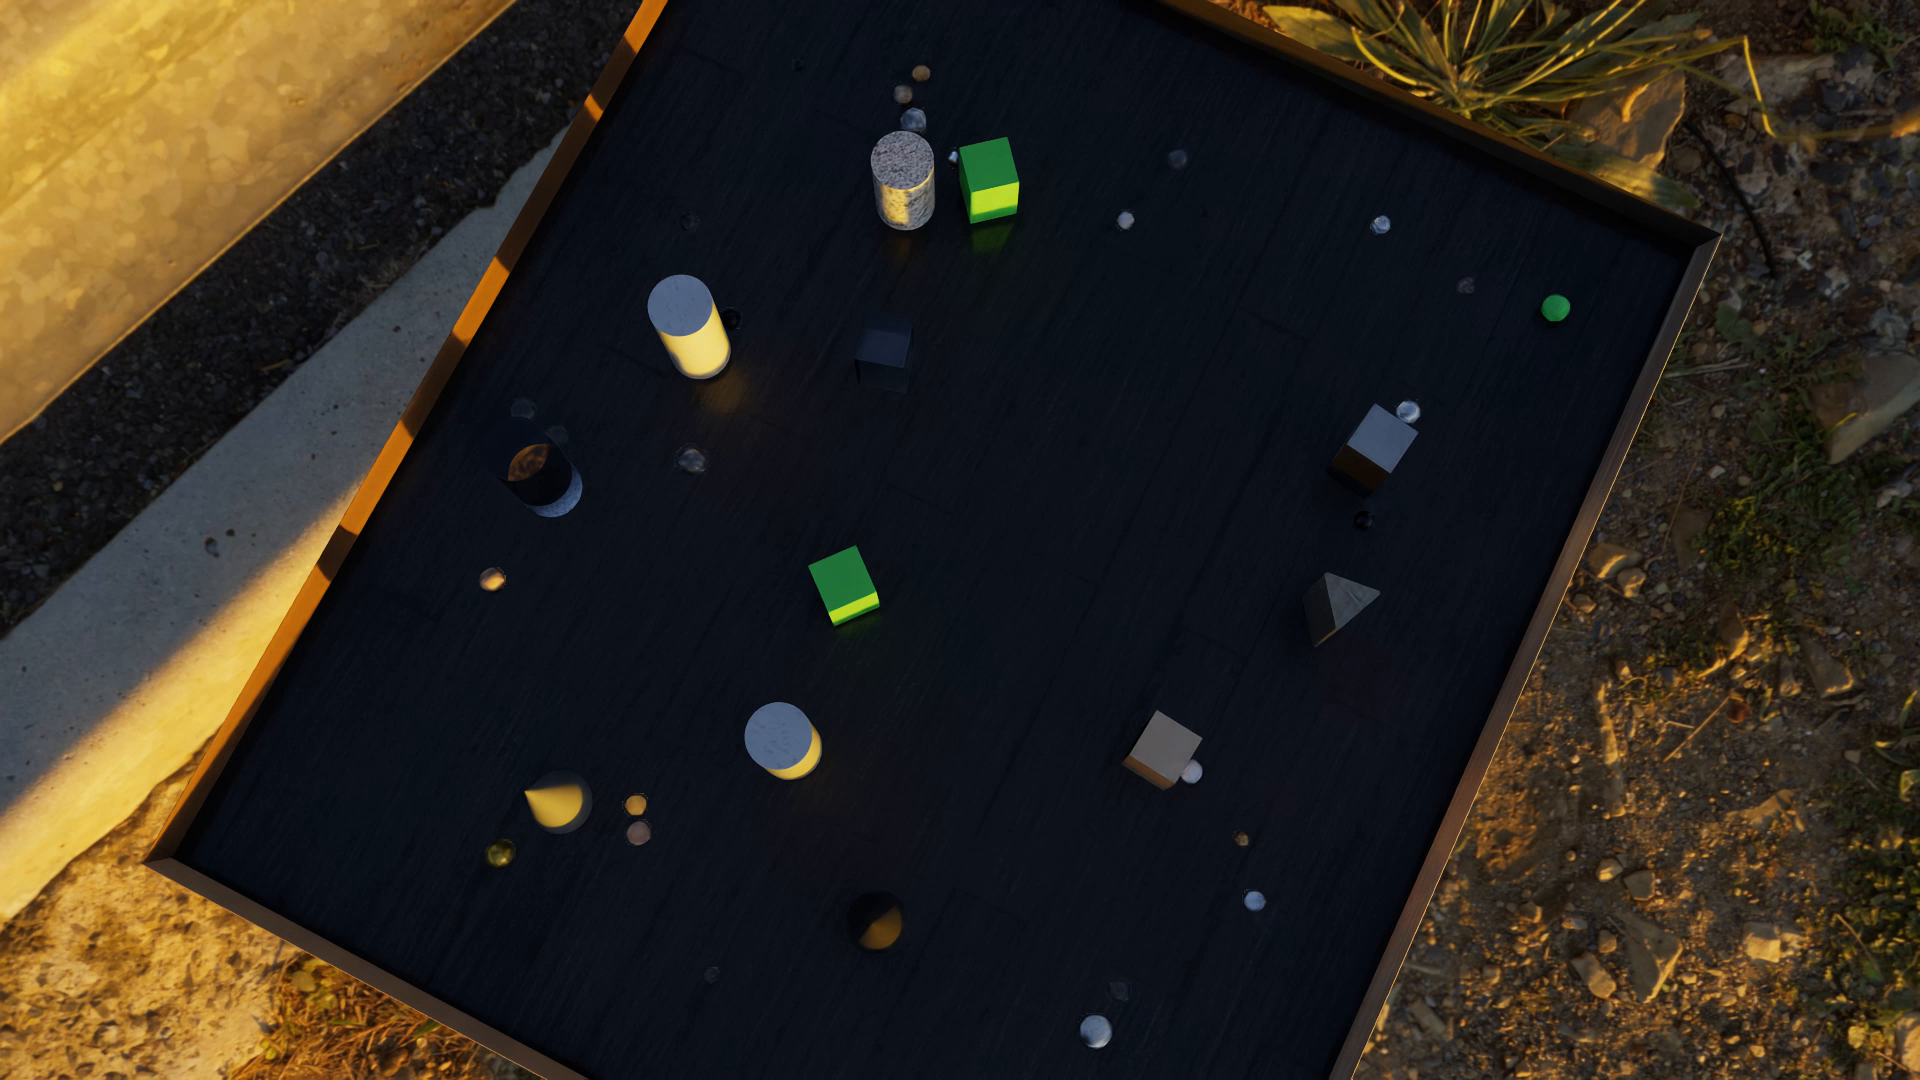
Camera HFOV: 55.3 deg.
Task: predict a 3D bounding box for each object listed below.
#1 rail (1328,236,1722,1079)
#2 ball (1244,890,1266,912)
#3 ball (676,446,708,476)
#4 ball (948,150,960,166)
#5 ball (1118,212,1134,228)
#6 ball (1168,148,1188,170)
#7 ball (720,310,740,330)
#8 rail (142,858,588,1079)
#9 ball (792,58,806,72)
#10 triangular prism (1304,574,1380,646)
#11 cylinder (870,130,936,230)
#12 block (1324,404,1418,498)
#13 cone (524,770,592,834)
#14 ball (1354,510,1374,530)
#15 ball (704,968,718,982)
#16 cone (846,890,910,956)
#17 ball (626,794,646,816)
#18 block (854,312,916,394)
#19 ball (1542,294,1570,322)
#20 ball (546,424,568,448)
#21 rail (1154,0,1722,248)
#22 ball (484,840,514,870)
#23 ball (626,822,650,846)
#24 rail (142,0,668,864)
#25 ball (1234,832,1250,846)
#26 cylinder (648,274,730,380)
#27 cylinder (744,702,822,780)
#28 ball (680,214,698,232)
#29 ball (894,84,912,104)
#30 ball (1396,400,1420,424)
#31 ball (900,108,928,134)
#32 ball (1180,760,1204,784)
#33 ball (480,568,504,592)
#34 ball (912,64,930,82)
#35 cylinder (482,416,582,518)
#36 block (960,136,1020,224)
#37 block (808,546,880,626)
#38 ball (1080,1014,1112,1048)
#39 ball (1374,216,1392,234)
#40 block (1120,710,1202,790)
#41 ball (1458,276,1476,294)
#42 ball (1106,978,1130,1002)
[{"bbox_3d":[1.488,0.735,5.400,0.045,0.123,3.841,26,80,5],"label":"rail"},{"bbox_3d":[0.864,1.059,5.366,0.062,0.062,0.062,0,78,0],"label":"ball"},{"bbox_3d":[-0.820,-0.241,5.618,0.095,0.095,0.095,0,78,0],"label":"ball"},{"bbox_3d":[-0.012,-1.217,5.841,0.052,0.052,0.052,0,78,0],"label":"ball"},{"bbox_3d":[0.524,-1.011,5.798,0.053,0.053,0.053,0,78,0],"label":"ball"},{"bbox_3d":[0.694,-1.211,5.832,0.069,0.069,0.069,0,78,0],"label":"ball"},{"bbox_3d":[-0.717,-0.689,5.728,0.060,0.060,0.060,0,78,0],"label":"ball"},{"bbox_3d":[-0.848,1.668,5.207,3.375,0.123,0.045,26,80,5],"label":"rail"},{"bbox_3d":[-0.522,-1.532,5.911,0.044,0.044,0.044,0,78,0],"label":"ball"},{"bbox_3d":[1.090,0.184,5.399,0.164,0.351,0.142,-39,81,-7],"label":"triangular prism"},{"bbox_3d":[-0.173,-1.110,5.677,0.190,0.331,0.190,0,78,0],"label":"cylinder"},{"bbox_3d":[1.231,-0.263,5.500,0.152,0.334,0.152,35,80,7],"label":"block"},{"bbox_3d":[-1.189,0.732,5.225,0.190,0.469,0.190,0,78,0],"label":"cone"},{"bbox_3d":[1.235,-0.059,5.597,0.062,0.062,0.062,0,78,0],"label":"ball"},{"bbox_3d":[-0.726,1.268,5.334,0.040,0.040,0.040,0,78,0],"label":"ball"},{"bbox_3d":[-0.240,1.085,5.190,0.190,0.395,0.190,0,78,0],"label":"cone"},{"bbox_3d":[-0.959,0.785,5.422,0.063,0.063,0.063,0,78,0],"label":"ball"},{"bbox_3d":[-0.227,-0.571,5.599,0.152,0.266,0.152,11,79,2],"label":"block"},{"bbox_3d":[1.860,-0.724,5.722,0.087,0.087,0.087,0,78,0],"label":"ball"},{"bbox_3d":[-1.242,-0.318,5.645,0.073,0.073,0.073,0,78,0],"label":"ball"},{"bbox_3d":[0.848,-1.655,5.895,3.375,0.123,0.045,26,80,5],"label":"rail"},{"bbox_3d":[-1.353,0.924,5.383,0.084,0.084,0.084,0,78,0],"label":"ball"},{"bbox_3d":[-0.947,0.864,5.402,0.071,0.071,0.071,0,78,0],"label":"ball"},{"bbox_3d":[-1.488,-0.722,5.702,0.045,0.123,3.841,26,80,5],"label":"rail"},{"bbox_3d":[0.833,0.885,5.412,0.043,0.043,0.043,0,78,0],"label":"ball"},{"bbox_3d":[-0.812,-0.638,5.530,0.190,0.428,0.190,0,78,0],"label":"cylinder"},{"bbox_3d":[-0.507,0.586,5.300,0.190,0.382,0.190,0,78,0],"label":"cylinder"},{"bbox_3d":[-0.858,-1.003,5.795,0.056,0.056,0.056,0,78,0],"label":"ball"},{"bbox_3d":[-0.183,-1.430,5.880,0.062,0.062,0.062,0,78,0],"label":"ball"},{"bbox_3d":[1.386,-0.395,5.661,0.073,0.073,0.073,0,78,0],"label":"ball"},{"bbox_3d":[-0.147,-1.335,5.849,0.085,0.085,0.085,0,78,0],"label":"ball"},{"bbox_3d":[0.685,0.686,5.432,0.071,0.071,0.071,0,78,0],"label":"ball"},{"bbox_3d":[-1.420,0.121,5.555,0.072,0.072,0.072,0,78,0],"label":"ball"},{"bbox_3d":[-0.124,-1.502,5.898,0.057,0.057,0.057,0,78,0],"label":"ball"},{"bbox_3d":[-1.259,-0.211,5.418,0.190,0.474,0.190,0,78,0],"label":"cylinder"},{"bbox_3d":[0.089,-1.120,5.718,0.152,0.255,0.152,-13,79,-3],"label":"block"},{"bbox_3d":[-0.343,0.139,5.456,0.152,0.257,0.152,-23,79,-5],"label":"block"},{"bbox_3d":[0.391,1.415,5.275,0.095,0.095,0.095,0,78,0],"label":"ball"},{"bbox_3d":[1.335,-0.997,5.794,0.056,0.056,0.056,0,78,0],"label":"ball"},{"bbox_3d":[0.584,0.616,5.340,0.152,0.293,0.152,32,80,6],"label":"block"},{"bbox_3d":[1.590,-0.799,5.754,0.054,0.054,0.054,0,78,0],"label":"ball"},{"bbox_3d":[0.459,1.306,5.311,0.068,0.068,0.068,0,78,0],"label":"ball"}]
